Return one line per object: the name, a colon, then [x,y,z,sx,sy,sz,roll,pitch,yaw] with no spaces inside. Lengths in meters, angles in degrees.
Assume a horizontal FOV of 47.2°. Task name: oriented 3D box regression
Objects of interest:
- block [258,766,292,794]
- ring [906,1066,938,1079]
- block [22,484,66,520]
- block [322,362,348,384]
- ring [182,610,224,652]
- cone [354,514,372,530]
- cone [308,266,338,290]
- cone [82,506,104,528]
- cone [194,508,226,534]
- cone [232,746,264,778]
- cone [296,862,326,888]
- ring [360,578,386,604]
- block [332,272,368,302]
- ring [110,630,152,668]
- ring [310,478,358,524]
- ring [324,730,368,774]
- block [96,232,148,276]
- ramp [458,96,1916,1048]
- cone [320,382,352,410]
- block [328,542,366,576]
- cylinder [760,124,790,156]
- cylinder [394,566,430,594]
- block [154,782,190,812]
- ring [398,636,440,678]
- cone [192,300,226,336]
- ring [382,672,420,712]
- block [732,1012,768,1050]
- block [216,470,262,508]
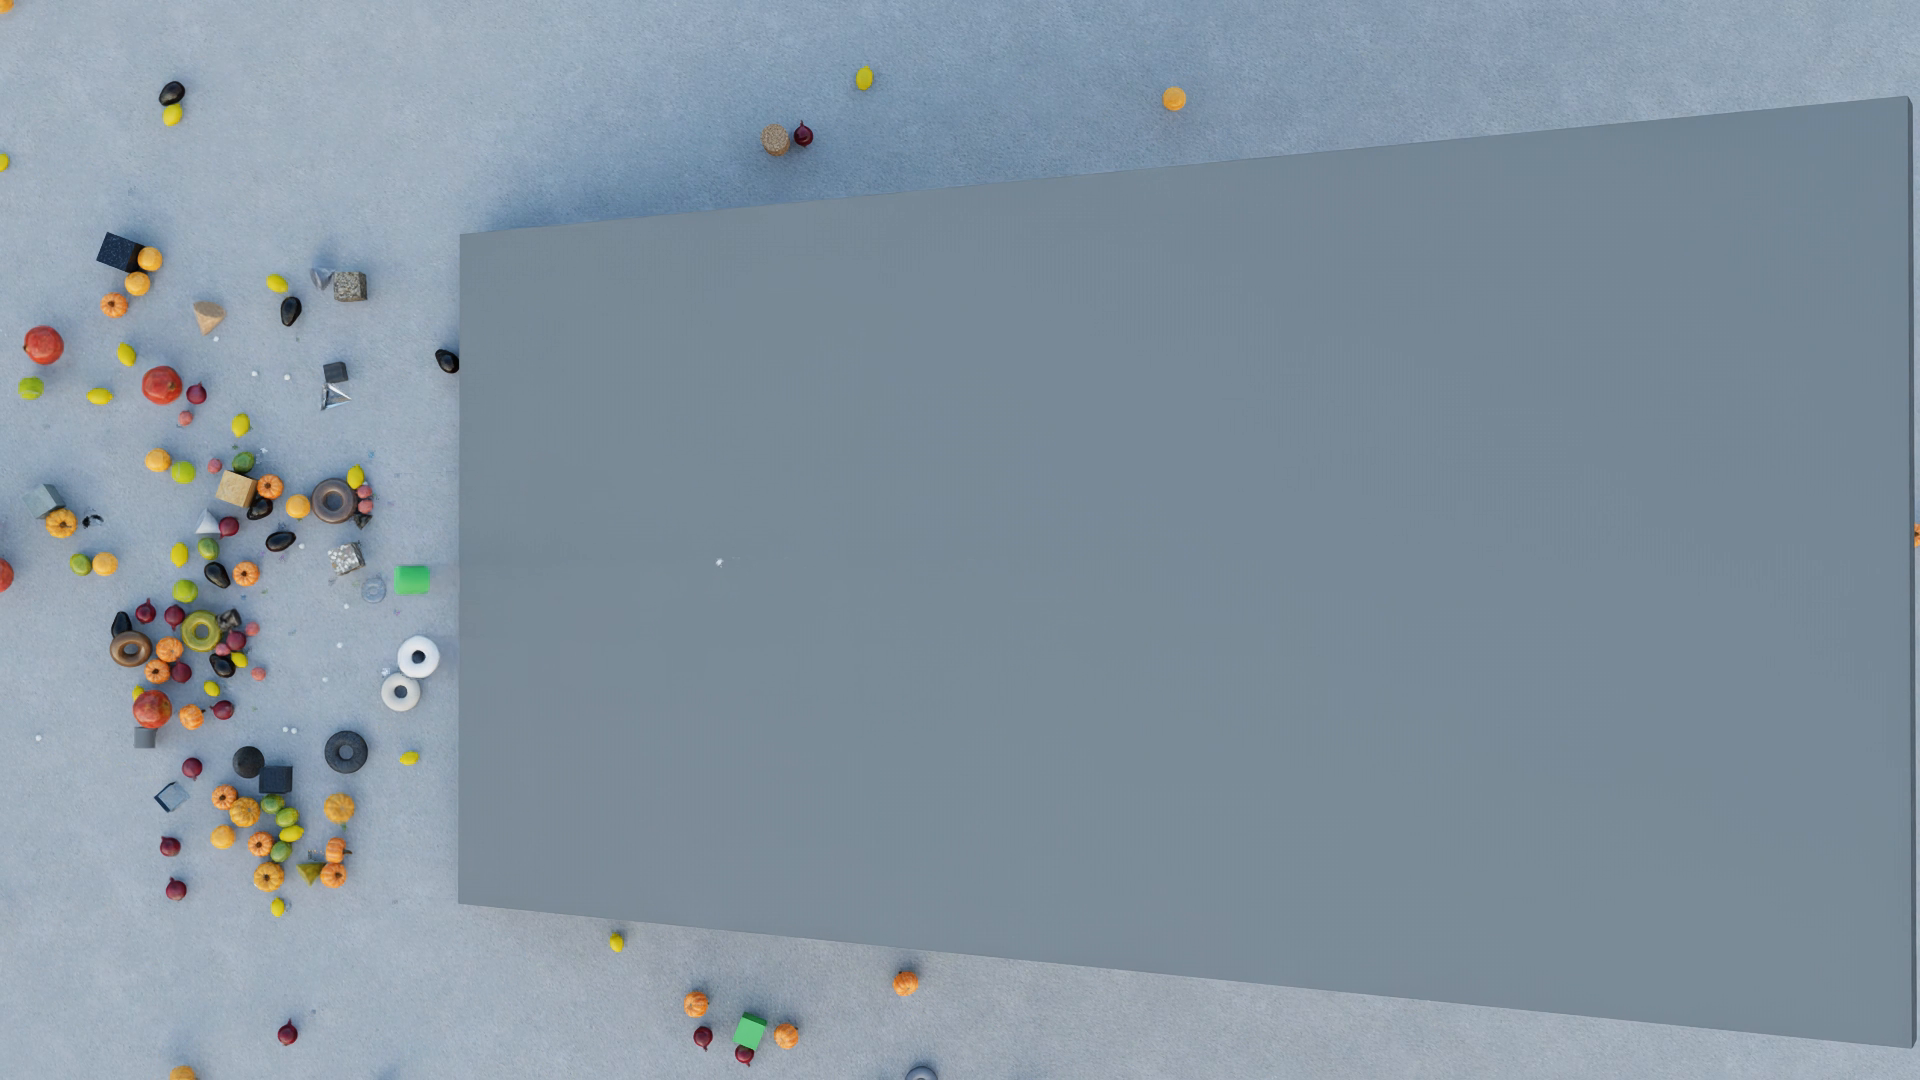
block: [-2.057,0.720,6.612,0.076,0.076,0.076,1,89,0]
ring: [-0.116,1.637,6.624,0.103,0.034,0.103,0,88,0]
block: [-2.757,-0.115,6.621,0.076,0.076,0.076,-33,90,0]
block: [-1.884,-0.505,6.635,0.054,0.054,0.054,-11,89,0]
ring: [-2.286,0.275,6.634,0.128,0.043,0.128,0,90,1]
cone: [-1.797,-0.064,6.646,0.053,0.053,0.053,-27,89,-27]
cone: [-1.916,-0.806,6.648,0.076,0.076,0.076,-31,89,-28]
cone: [-2.625,-0.080,6.645,0.060,0.060,0.060,-24,63,0]
cone: [-2.254,-0.040,6.639,0.085,0.085,0.085,28,89,-26]
cone: [-2.152,0.672,6.601,0.098,0.098,0.098,0,89,0]
cone: [-1.943,0.993,6.629,0.080,0.080,0.080,-32,89,-27]
ring: [-1.771,0.154,6.643,0.078,0.026,0.078,0,88,1]
block: [-1.837,-0.763,6.626,0.079,0.079,0.079,-4,89,0]
ring: [-2.493,0.328,6.613,0.122,0.041,0.122,-11,121,-18]
ring: [-1.888,-0.118,6.636,0.141,0.047,0.141,0,91,0]
ring: [-1.851,0.639,6.630,0.131,0.044,0.131,0,91,0]
block: [-2.523,-0.862,6.619,0.093,0.093,0.093,21,89,0]
ramp: [0.272,0.076,5.635,4.000,0.100,2.000,0,89,29]
cone: [-1.878,-0.428,6.642,0.088,0.088,0.088,7,89,-27]
block: [-1.846,0.056,6.619,0.076,0.076,0.076,-23,89,0]
cylinder: [-0.556,-1.205,6.628,0.082,0.082,0.082,0,89,0]
cylinder: [-1.643,0.120,6.594,0.086,0.086,0.086,0,89,-25]
block: [-2.371,0.774,6.618,0.063,0.063,0.063,-41,90,0]
ring: [-1.633,0.353,6.629,0.126,0.042,0.126,0,83,-1]
cone: [-2.279,-0.656,6.642,0.097,0.097,0.097,25,116,0]
ring: [-1.686,0.458,6.634,0.118,0.039,0.118,0,90,0]
block: [-0.631,1.474,6.604,0.077,0.077,0.077,23,89,0]
block: [-2.170,-0.153,6.615,0.087,0.087,0.087,20,89,0]
